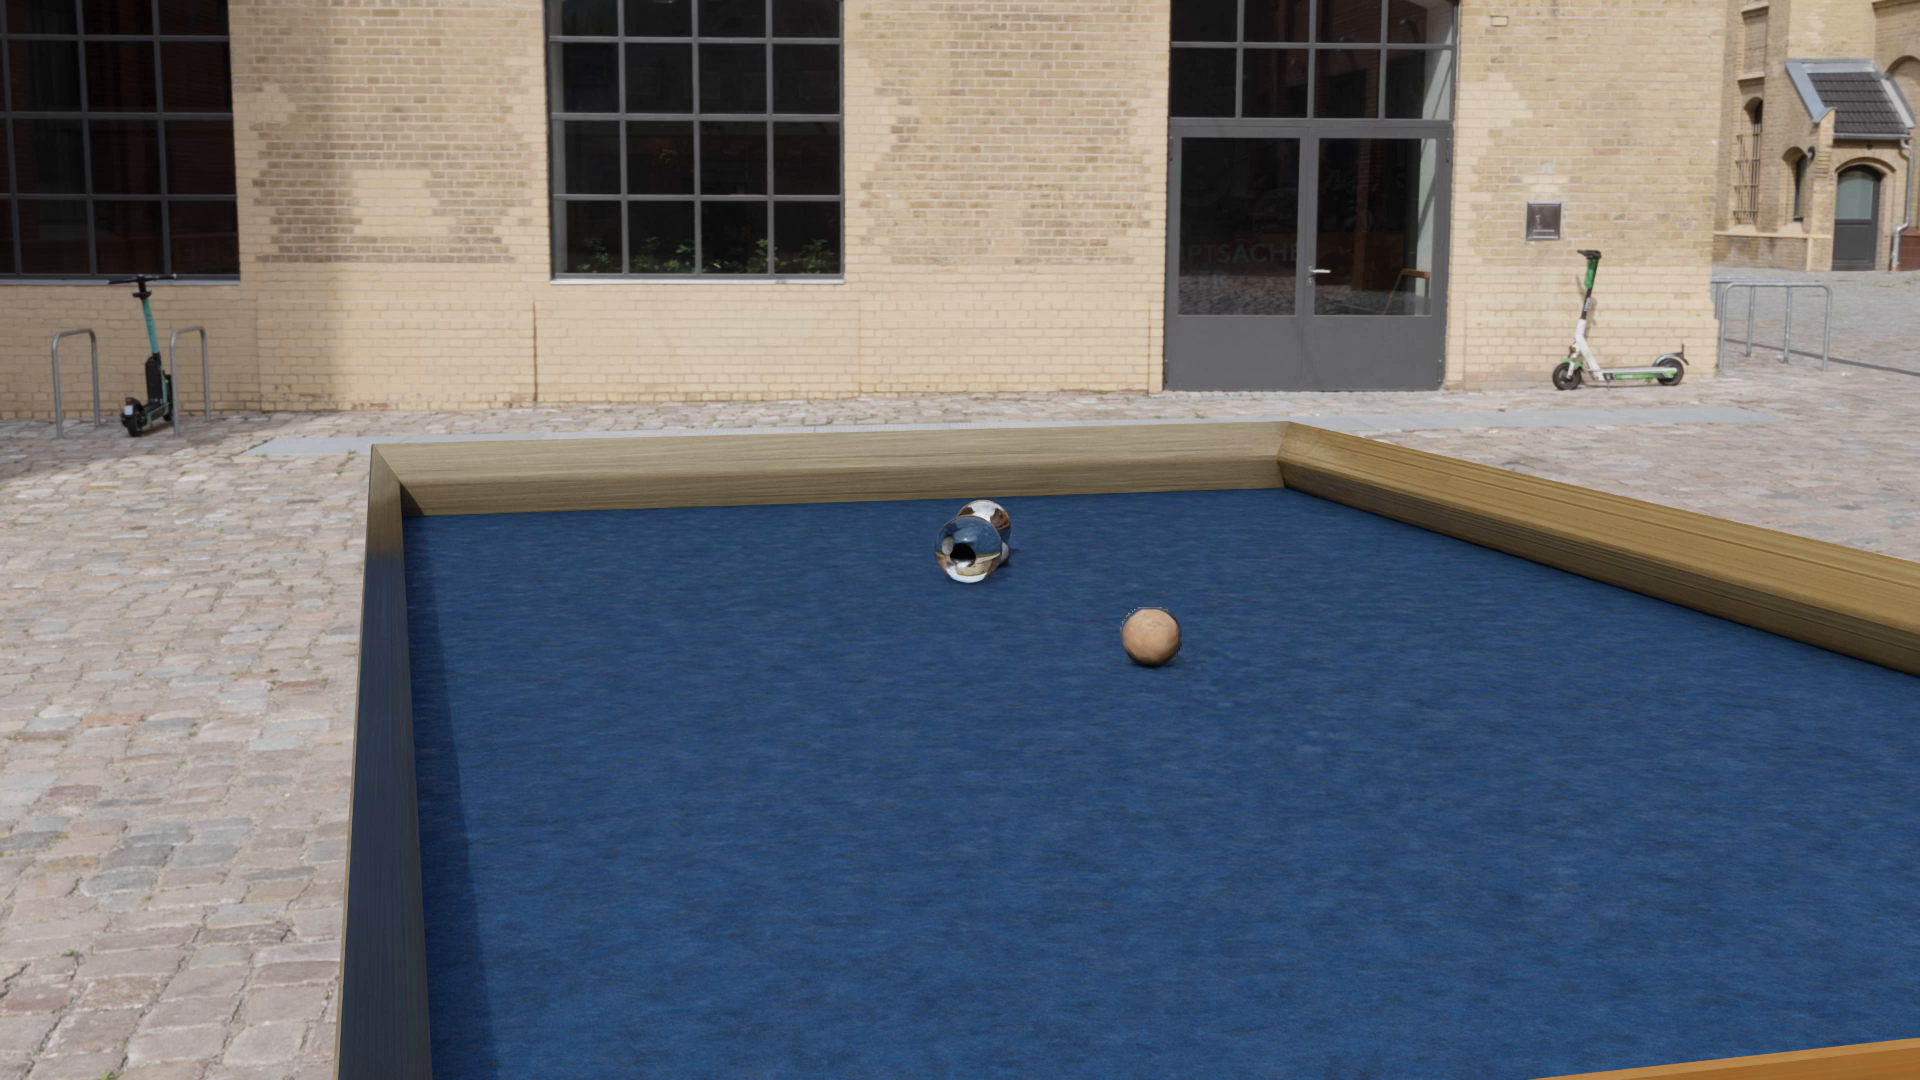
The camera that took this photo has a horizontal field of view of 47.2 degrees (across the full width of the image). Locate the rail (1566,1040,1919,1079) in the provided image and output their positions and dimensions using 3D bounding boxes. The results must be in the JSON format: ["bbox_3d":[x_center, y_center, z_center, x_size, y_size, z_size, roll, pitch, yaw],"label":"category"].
[{"bbox_3d":[0.578,0.298,1.124,1.731,0.128,0.045,-2,9,-14],"label":"rail"}]

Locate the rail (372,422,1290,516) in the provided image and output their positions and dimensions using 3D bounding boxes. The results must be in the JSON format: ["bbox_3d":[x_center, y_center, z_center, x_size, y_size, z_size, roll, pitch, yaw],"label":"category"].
[{"bbox_3d":[-0.189,-0.133,4.057,1.731,0.128,0.045,-2,9,-14],"label":"rail"}]

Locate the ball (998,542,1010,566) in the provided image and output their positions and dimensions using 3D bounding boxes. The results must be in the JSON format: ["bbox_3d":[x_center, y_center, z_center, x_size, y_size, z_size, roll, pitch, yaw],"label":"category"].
[{"bbox_3d":[0.055,0.021,3.322,0.040,0.040,0.040,0,8,0],"label":"ball"}]

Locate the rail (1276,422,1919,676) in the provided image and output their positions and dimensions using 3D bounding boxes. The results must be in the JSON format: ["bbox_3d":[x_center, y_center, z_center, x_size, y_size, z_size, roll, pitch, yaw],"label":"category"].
[{"bbox_3d":[1.009,0.052,2.799,0.045,0.128,3.109,-2,9,-14],"label":"rail"}]

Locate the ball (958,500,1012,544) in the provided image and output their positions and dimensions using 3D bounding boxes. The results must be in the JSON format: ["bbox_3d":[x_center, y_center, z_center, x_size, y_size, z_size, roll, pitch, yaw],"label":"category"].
[{"bbox_3d":[0.035,-0.018,3.413,0.090,0.090,0.090,0,8,0],"label":"ball"}]

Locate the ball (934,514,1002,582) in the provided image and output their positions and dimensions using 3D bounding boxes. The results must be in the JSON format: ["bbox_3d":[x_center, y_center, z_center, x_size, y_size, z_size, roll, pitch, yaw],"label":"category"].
[{"bbox_3d":[0.012,0.013,3.176,0.099,0.099,0.099,0,8,0],"label":"ball"}]

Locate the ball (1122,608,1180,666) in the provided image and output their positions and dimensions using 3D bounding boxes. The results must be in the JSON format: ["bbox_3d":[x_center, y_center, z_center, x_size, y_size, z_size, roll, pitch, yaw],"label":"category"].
[{"bbox_3d":[0.225,0.115,2.585,0.068,0.068,0.068,0,8,0],"label":"ball"}]

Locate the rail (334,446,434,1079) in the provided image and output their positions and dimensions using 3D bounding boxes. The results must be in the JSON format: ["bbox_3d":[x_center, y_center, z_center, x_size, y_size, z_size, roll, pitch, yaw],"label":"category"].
[{"bbox_3d":[-0.620,0.113,2.382,0.045,0.128,3.109,-2,9,-14],"label":"rail"}]
